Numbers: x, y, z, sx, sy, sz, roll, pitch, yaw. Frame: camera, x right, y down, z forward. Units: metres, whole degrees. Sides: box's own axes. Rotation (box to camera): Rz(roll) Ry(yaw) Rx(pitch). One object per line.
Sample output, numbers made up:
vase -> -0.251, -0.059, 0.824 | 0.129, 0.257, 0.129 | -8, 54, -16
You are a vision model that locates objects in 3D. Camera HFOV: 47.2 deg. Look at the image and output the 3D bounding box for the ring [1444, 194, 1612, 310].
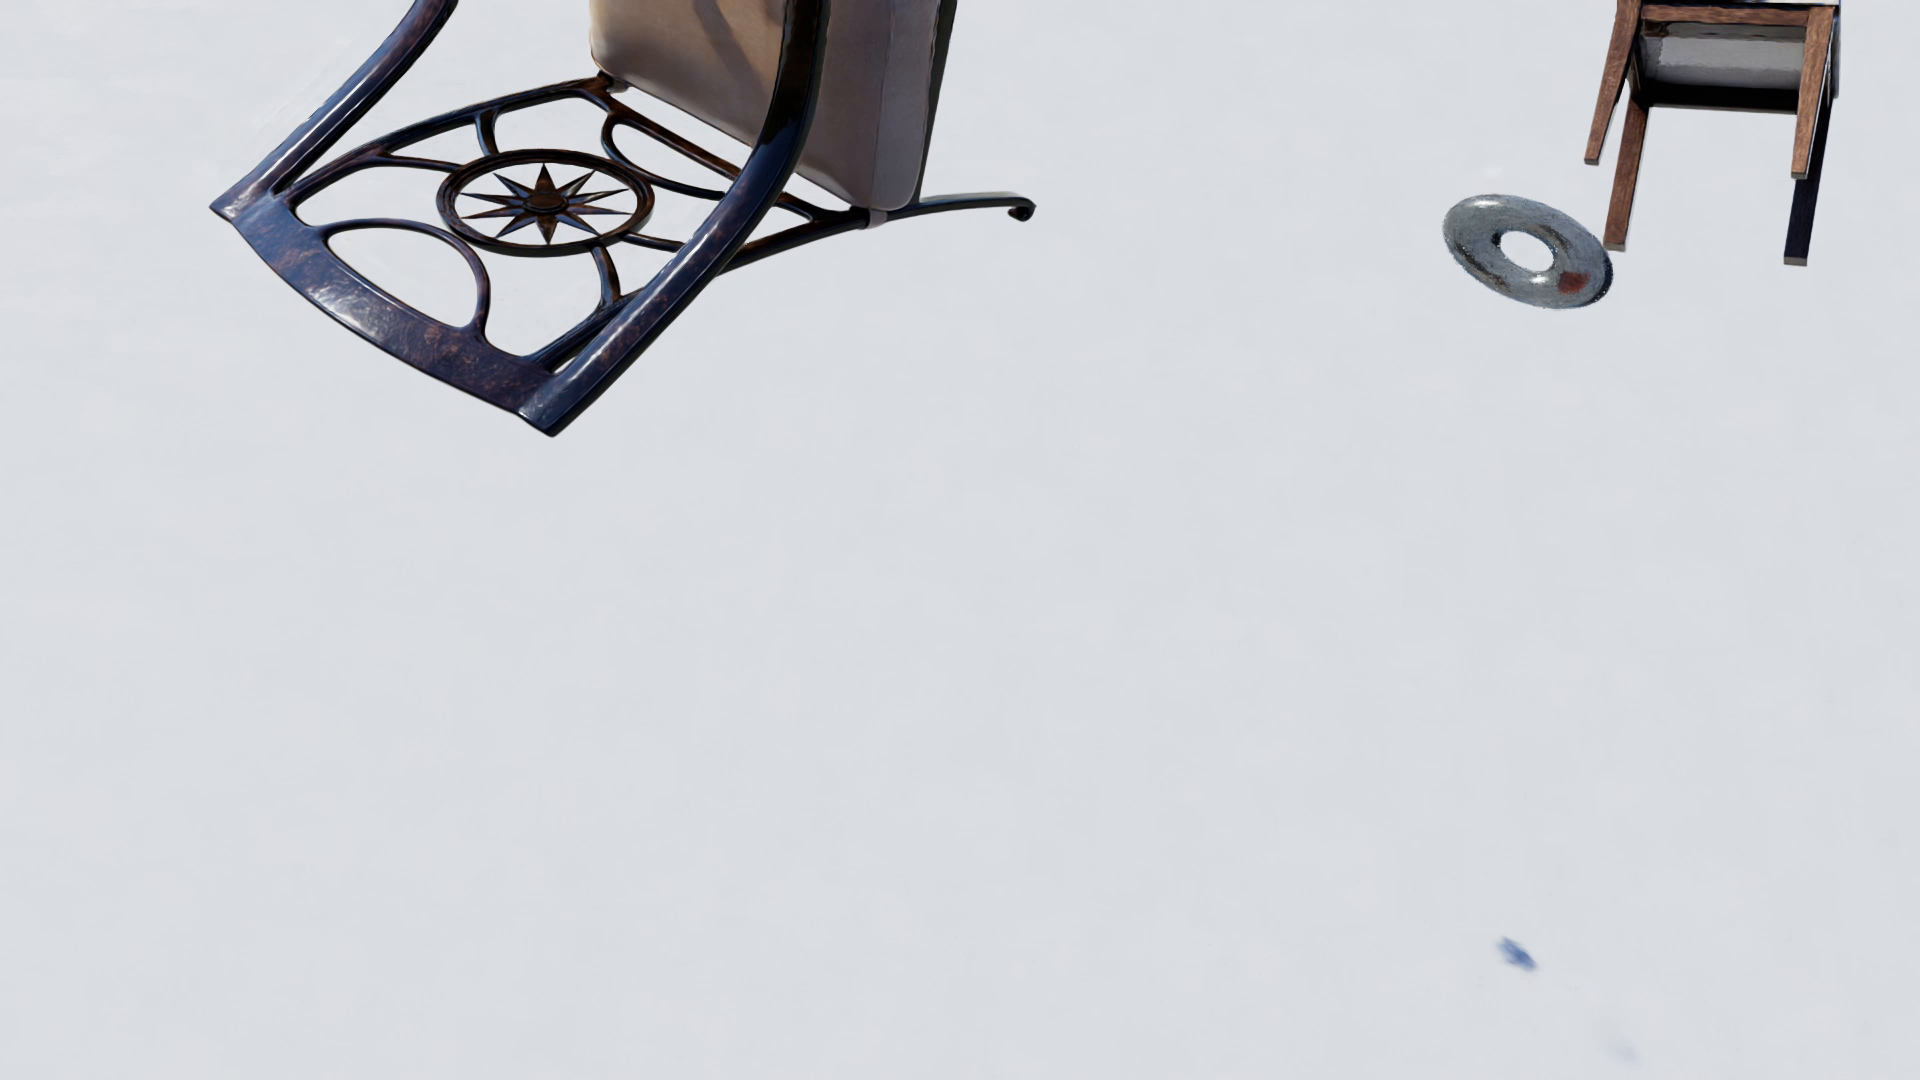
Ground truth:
ring -> 0.812, -0.414, 3.153 | 0.270, 0.144, 0.062 | 30, 26, 30
